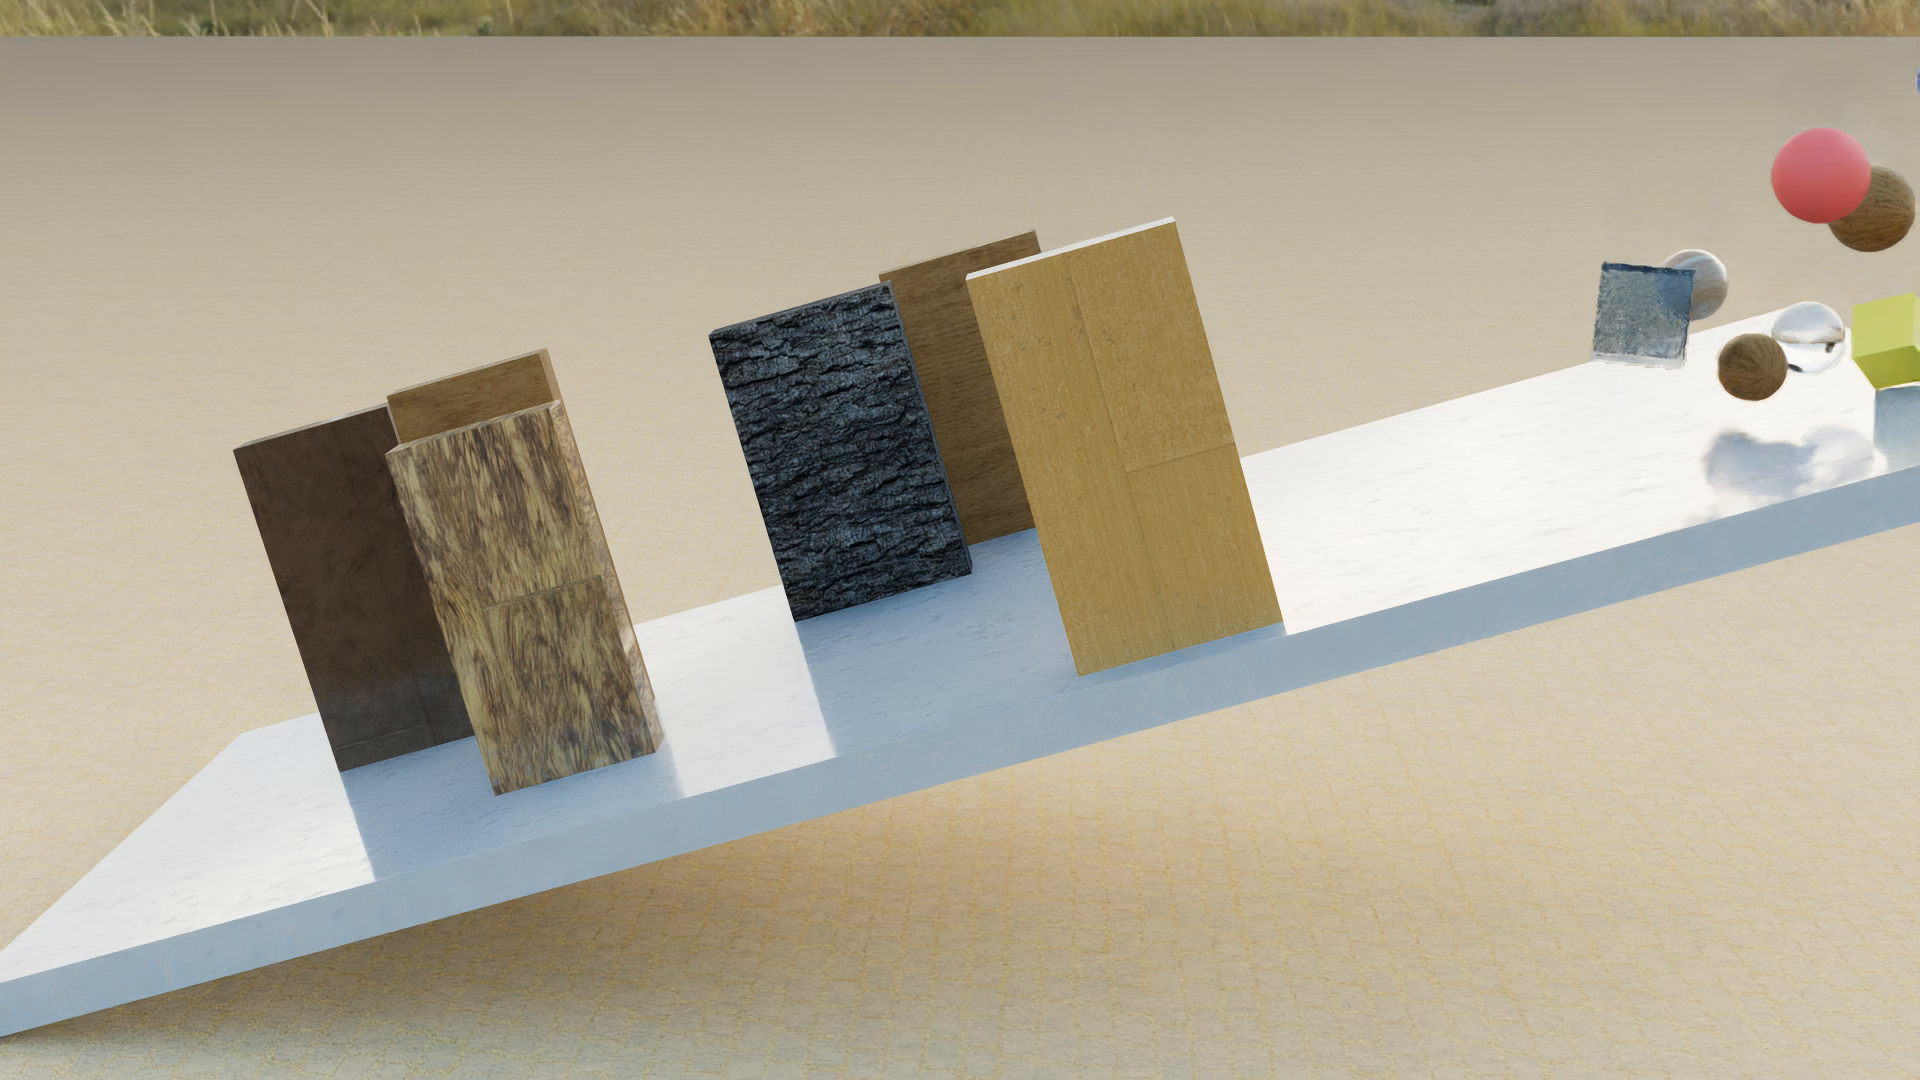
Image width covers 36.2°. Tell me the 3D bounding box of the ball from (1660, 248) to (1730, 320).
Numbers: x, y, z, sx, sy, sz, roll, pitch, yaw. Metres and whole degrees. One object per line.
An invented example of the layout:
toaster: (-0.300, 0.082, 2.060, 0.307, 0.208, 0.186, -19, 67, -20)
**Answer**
ball: (1.628, -0.567, 6.540, 0.160, 0.160, 0.160, 0, 10, 0)

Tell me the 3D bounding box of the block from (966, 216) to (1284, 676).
block: (0.304, -0.170, 5.415, 0.391, 0.762, 0.120, -15, 10, 4)

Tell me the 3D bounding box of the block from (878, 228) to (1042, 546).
block: (0.087, -0.364, 7.100, 0.388, 0.690, 0.082, -15, 10, 4)

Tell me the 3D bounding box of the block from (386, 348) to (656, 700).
block: (-0.932, 0.020, 6.274, 0.337, 0.793, 0.099, -15, 10, 4)

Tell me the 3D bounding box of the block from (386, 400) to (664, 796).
block: (-0.860, 0.116, 5.847, 0.337, 0.715, 0.126, -15, 10, 4)

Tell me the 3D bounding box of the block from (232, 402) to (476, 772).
block: (-1.317, 0.103, 6.551, 0.357, 0.756, 0.120, -15, 10, 4)

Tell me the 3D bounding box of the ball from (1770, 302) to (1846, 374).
ball: (1.717, -0.409, 5.958, 0.148, 0.148, 0.148, 0, 10, 0)

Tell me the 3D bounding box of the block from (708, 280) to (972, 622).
block: (-0.271, -0.204, 6.772, 0.425, 0.690, 0.122, -15, 10, 4)

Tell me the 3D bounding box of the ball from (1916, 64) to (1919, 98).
ball: (2.062, -0.946, 6.027, 0.198, 0.198, 0.198, 0, 10, 0)

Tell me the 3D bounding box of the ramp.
ramp: (0.086, 0.189, 6.324, 4.000, 0.100, 2.000, -15, 10, 4)

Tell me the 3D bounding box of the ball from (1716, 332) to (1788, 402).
ball: (1.593, -0.347, 5.916, 0.139, 0.139, 0.139, 0, 10, 0)

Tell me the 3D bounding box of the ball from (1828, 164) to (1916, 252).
ball: (1.905, -0.693, 6.154, 0.182, 0.182, 0.182, 0, 10, 0)

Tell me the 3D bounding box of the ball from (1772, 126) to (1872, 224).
ball: (1.680, -0.712, 5.739, 0.187, 0.187, 0.187, 0, 10, 0)

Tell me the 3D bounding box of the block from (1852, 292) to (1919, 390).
block: (1.867, -0.397, 5.876, 0.125, 0.125, 0.125, -12, -35, 35)

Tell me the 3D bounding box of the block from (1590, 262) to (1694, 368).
block: (1.362, -0.448, 5.876, 0.178, 0.178, 0.178, 7, 0, 11)
